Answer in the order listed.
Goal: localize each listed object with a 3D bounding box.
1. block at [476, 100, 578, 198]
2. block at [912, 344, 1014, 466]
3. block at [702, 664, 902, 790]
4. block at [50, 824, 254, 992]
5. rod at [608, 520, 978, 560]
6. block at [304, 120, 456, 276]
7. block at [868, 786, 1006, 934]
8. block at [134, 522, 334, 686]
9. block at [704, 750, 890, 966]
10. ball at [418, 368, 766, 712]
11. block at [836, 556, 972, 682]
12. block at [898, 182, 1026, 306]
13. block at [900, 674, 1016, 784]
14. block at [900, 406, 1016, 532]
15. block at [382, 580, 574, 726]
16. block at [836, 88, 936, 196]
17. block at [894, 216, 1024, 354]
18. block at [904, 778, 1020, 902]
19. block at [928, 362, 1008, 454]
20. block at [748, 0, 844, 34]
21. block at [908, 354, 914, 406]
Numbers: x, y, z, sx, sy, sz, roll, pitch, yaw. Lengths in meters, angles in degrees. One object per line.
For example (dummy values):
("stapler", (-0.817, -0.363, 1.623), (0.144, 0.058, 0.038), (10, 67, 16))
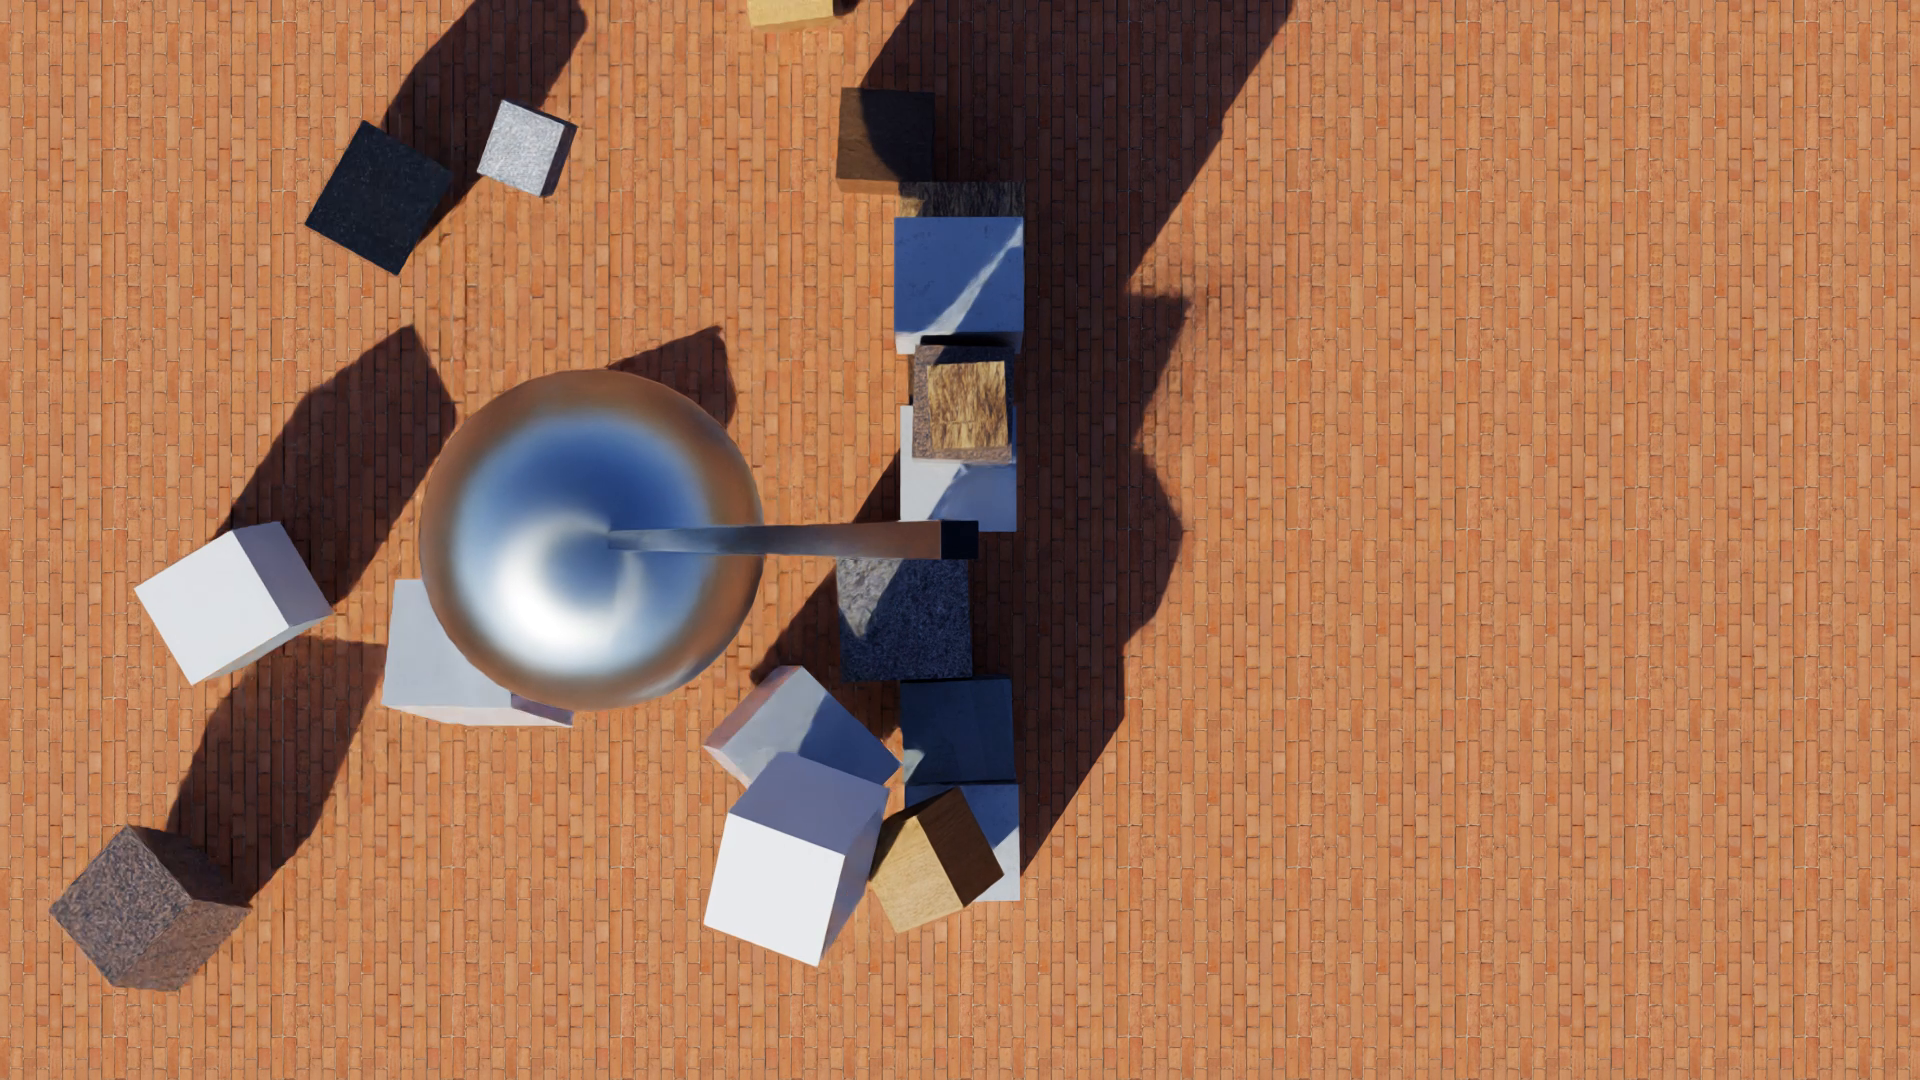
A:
("block", (-2.209, -2.001, 11.243), (0.339, 0.309, 0.386), (22, 100, -1))
("block", (0.018, -0.731, 12.050), (0.534, 0.607, 0.608), (2, 90, 0))
("block", (-0.911, 1.219, 12.502), (0.796, 0.774, 0.646), (45, 78, -8))
("block", (-4.598, 2.104, 12.528), (0.623, 0.640, 0.646), (41, 88, 19))
("rod", (-0.741, 0.000, 7.005), (0.080, 5.200, 0.080), (0, 90, -17))
("block", (-3.319, -1.962, 12.583), (0.571, 0.627, 0.669), (30, 92, -18))
("block", (-0.176, 1.751, 12.043), (0.495, 0.460, 0.556), (-28, 90, 34))
("block", (-4.146, 0.352, 12.606), (0.659, 0.702, 0.629), (-30, 92, 6))
("block", (-0.853, 1.666, 11.607), (0.642, 0.757, 0.696), (19, 114, 10))
("ball", (-1.709, 0.000, 10.265), (1.600, 1.600, 1.600), (0, 90, 0))
("block", (-0.315, 0.378, 12.669), (0.736, 0.662, 0.814), (-3, 90, 0))
("block", (0.011, -1.676, 12.713), (0.710, 0.573, 0.696), (0, 90, 0))
("block", (-0.014, 1.088, 12.754), (0.634, 0.493, 0.570), (-2, 90, 0))
("block", (-0.008, -0.401, 12.677), (0.653, 0.647, 0.707), (0, 90, 0))
("block", (-2.686, 0.646, 12.441), (0.795, 0.747, 0.707), (0, 77, 17))
("block", (-0.424, -2.298, 12.744), (0.534, 0.512, 0.518), (3, 90, 0))
("block", (-0.007, -1.387, 12.061), (0.690, 0.678, 0.620), (0, 85, 0))
("block", (0.013, 1.707, 12.686), (0.641, 0.628, 0.653), (-1, 90, 0))
("block", (0.040, -0.692, 11.529), (0.396, 0.434, 0.434), (-3, 90, 0))
("block", (-0.963, -3.204, 12.687), (0.480, 0.514, 0.457), (-6, 98, 5))
("block", (0.002, -1.040, 12.698), (0.583, 0.604, 0.563), (0, 90, 0))
